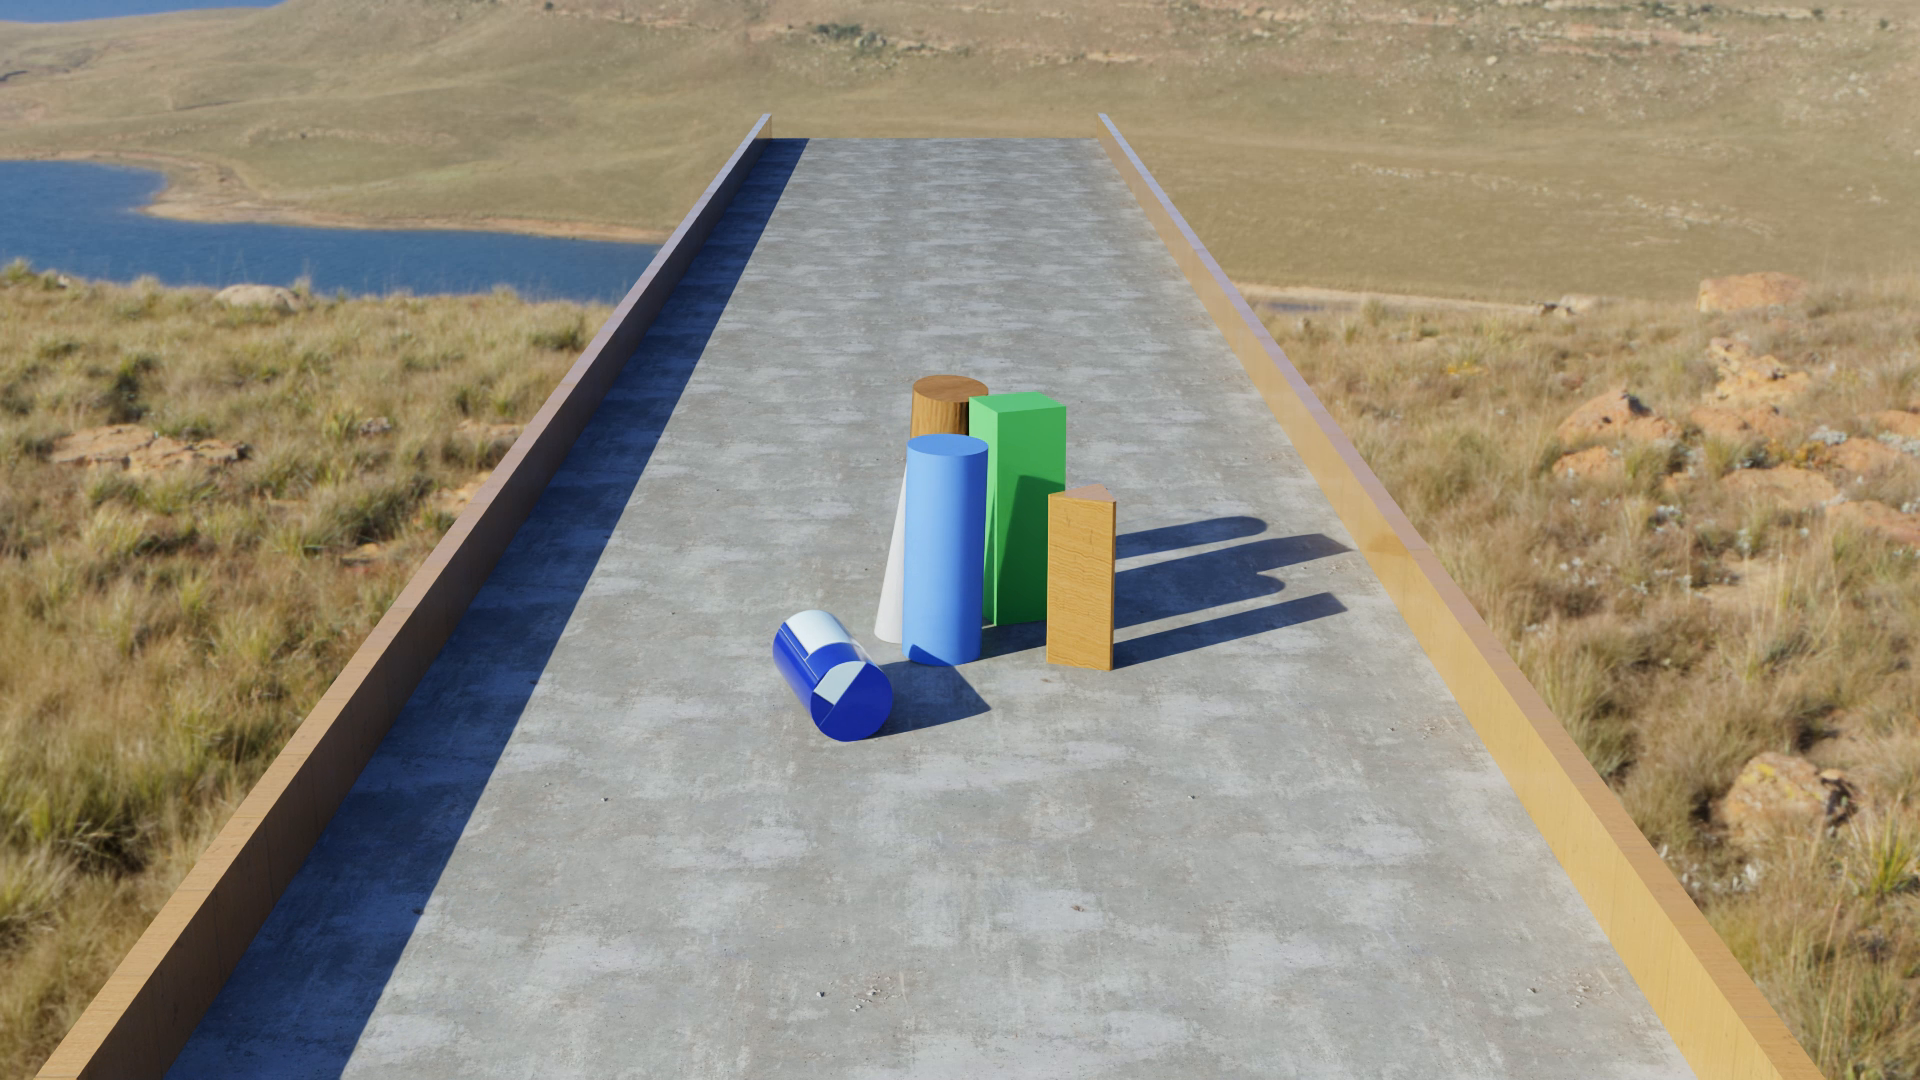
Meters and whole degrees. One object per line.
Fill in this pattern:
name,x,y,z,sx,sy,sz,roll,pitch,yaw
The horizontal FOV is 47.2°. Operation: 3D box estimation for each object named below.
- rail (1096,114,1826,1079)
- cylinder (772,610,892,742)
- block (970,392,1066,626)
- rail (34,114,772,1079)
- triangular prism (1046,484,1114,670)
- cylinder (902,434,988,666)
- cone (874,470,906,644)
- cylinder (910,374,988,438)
rail,0.932,-0.844,7.801,0.050,0.150,12.000,0,17,-1
cylinder,-0.242,0.250,4.116,0.155,0.155,0.309,-5,17,-17
block,0.120,-0.068,4.649,0.154,0.460,0.154,-6,18,-21
rail,-1.118,-0.838,7.780,0.050,0.150,12.000,0,17,-1
triangular prism,0.258,0.070,4.383,0.136,0.348,0.117,6,18,20
cylinder,-0.031,0.019,4.387,0.161,0.435,0.161,2,18,-1
cone,-0.112,0.001,4.477,0.108,0.415,0.108,3,23,-1
cylinder,-0.034,-0.126,4.836,0.164,0.444,0.164,3,25,-2
